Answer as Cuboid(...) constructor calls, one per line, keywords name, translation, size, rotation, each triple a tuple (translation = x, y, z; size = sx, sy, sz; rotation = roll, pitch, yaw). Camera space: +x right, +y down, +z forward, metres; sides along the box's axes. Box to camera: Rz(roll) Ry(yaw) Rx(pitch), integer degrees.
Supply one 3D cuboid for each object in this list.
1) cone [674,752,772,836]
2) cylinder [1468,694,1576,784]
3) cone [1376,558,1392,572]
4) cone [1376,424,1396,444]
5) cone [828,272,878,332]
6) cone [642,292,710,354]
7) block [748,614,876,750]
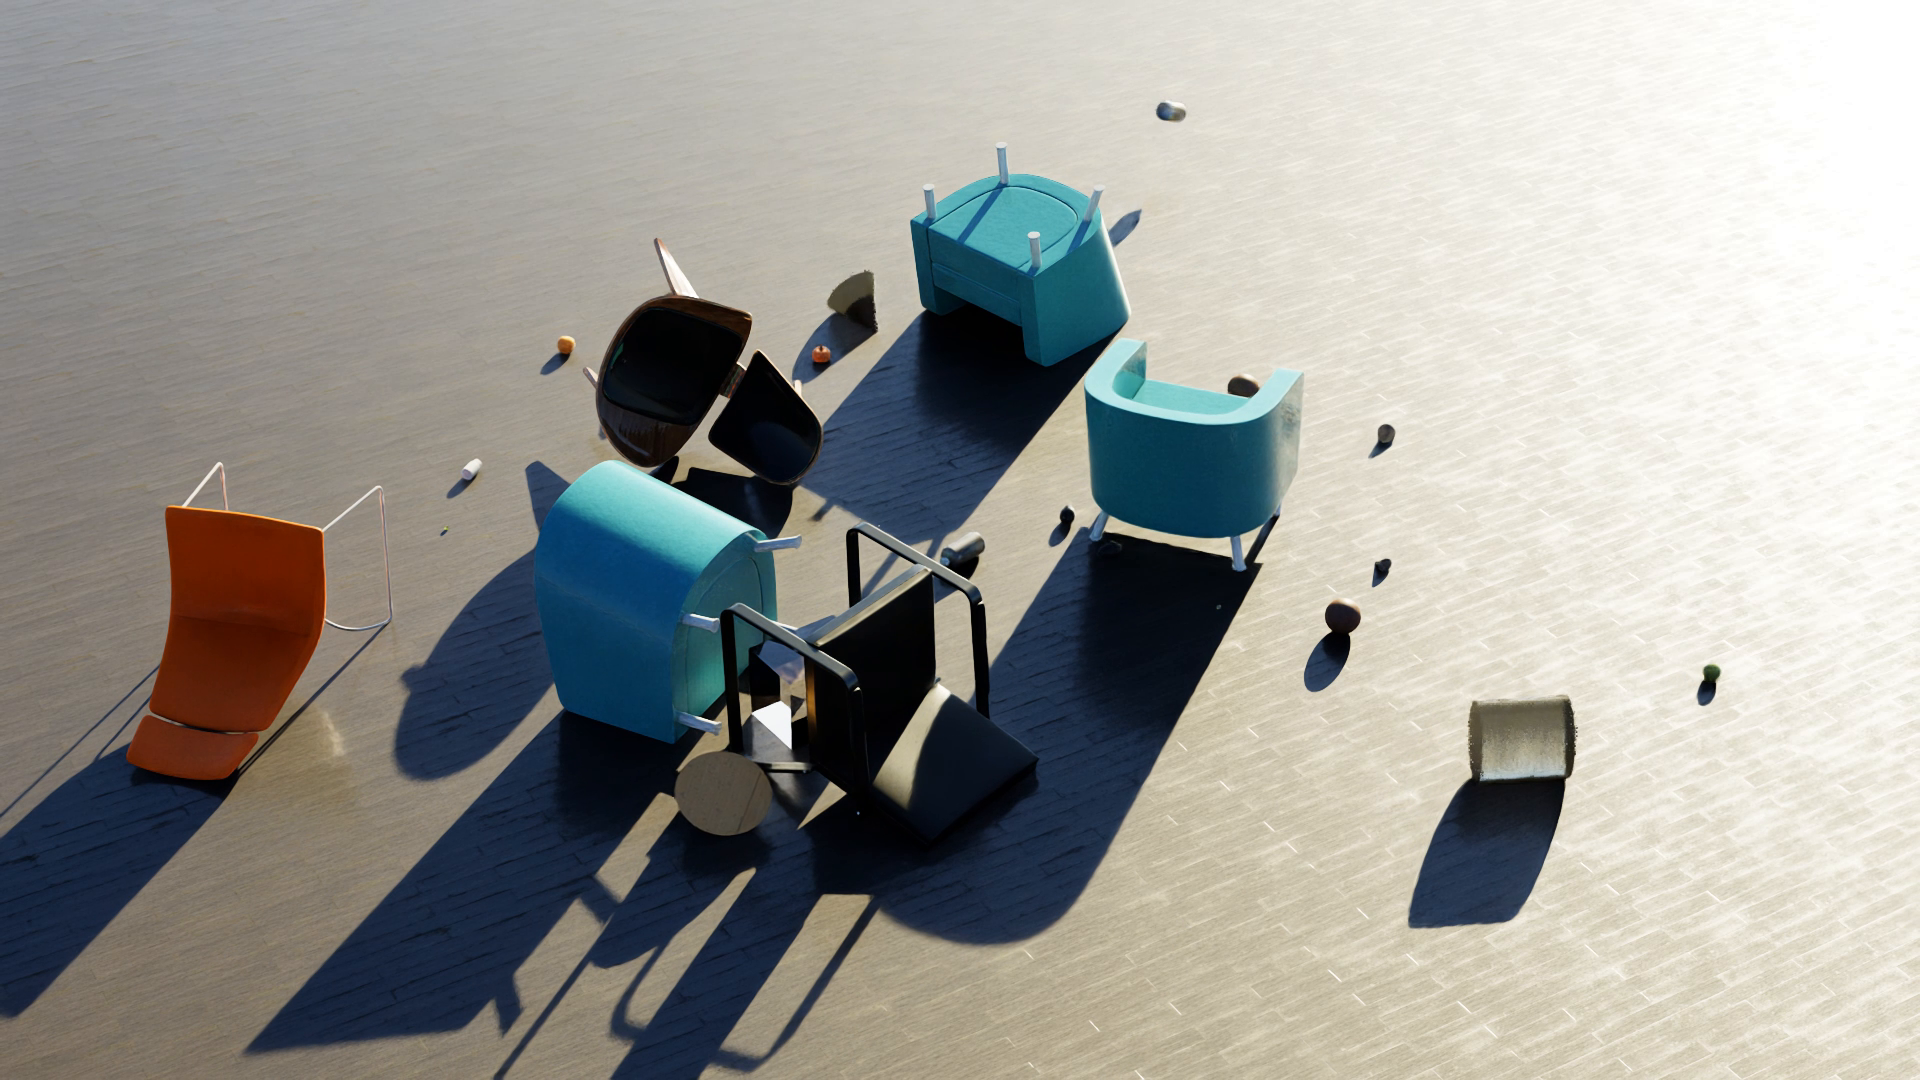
Cuboid(name="cone", translation=(-0.794, 0.787, 9.630), size=(0.320, 0.276, 0.348), rotation=(21, 6, -13))
Cuboid(name="cylinder", translation=(1.855, 0.659, 9.689), size=(0.308, 0.289, 0.191), rotation=(-3, 15, -5))
Cuboid(name="cone", translation=(1.546, 0.086, 10.793), size=(0.062, 0.047, 0.063), rotation=(-18, 17, -27))
Cuboid(name="cone", translation=(1.668, -0.416, 11.548), size=(0.084, 0.076, 0.047), rotation=(-35, 4, -20))
Cuboid(name="cone", translation=(-0.402, -0.960, 12.306), size=(0.211, 0.242, 0.231), rotation=(1, 51, -54))
Cuboid(name="cone", translation=(-1.134, -0.859, 12.133), size=(0.234, 0.312, 0.267), rotation=(21, 61, -31))
Cuboid(name="block", translation=(-0.500, 0.481, 9.967), size=(0.343, 0.272, 0.256), rotation=(-22, 39, -29))
